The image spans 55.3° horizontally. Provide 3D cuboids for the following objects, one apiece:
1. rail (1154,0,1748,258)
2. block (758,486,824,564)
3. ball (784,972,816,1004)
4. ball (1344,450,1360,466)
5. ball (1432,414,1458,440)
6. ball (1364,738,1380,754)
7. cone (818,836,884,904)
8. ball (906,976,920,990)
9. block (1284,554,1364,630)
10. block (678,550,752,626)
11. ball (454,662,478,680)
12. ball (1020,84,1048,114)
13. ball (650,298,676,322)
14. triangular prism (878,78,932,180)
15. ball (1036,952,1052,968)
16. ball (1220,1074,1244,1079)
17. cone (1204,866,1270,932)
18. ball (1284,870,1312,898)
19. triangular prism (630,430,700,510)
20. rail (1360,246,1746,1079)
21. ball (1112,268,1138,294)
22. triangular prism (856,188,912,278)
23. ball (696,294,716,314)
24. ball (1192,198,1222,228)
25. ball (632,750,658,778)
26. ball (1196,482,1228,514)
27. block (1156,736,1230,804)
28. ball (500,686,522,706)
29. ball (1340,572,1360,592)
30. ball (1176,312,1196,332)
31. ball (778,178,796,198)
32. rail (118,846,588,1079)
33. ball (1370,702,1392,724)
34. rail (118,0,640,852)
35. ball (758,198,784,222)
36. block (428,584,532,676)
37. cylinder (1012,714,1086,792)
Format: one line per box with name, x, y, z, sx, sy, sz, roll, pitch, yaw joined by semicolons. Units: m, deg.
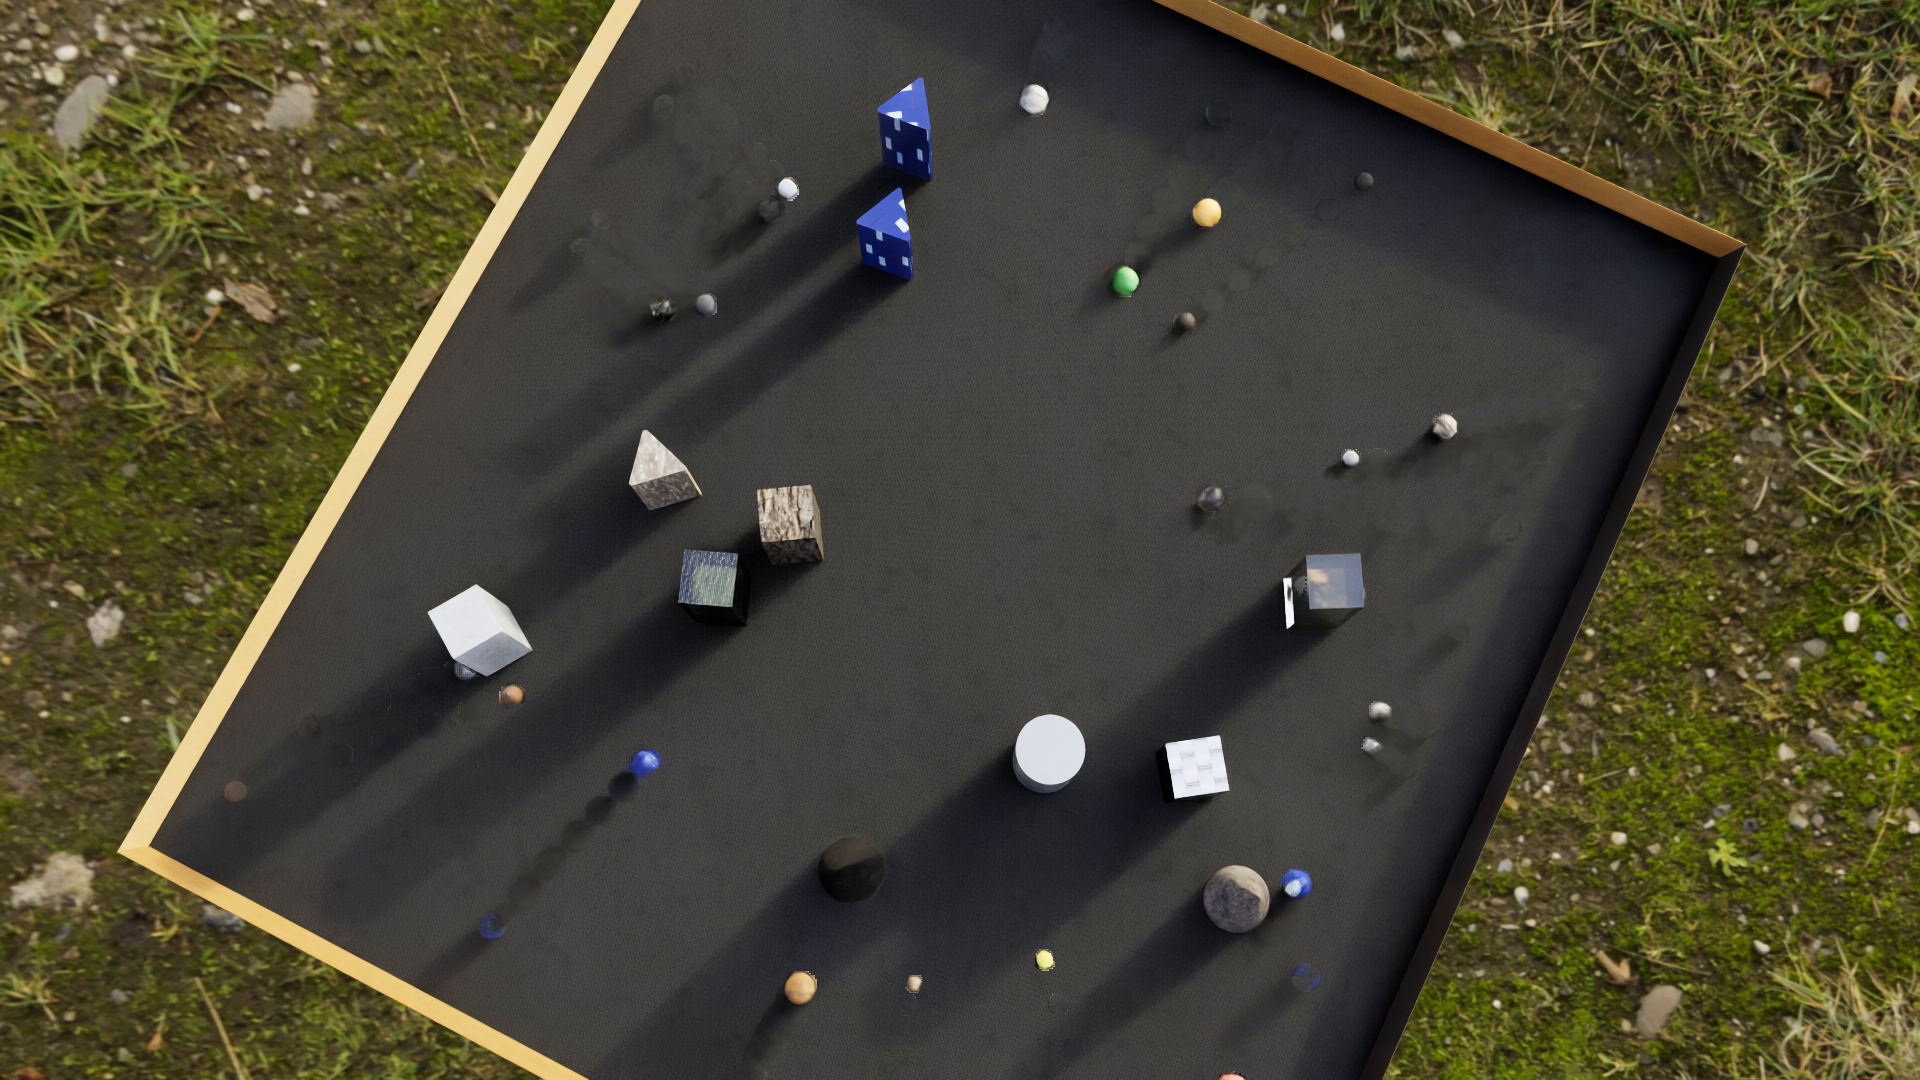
rail;0.849;-1.655;5.893;3.532;0.127;0.045;26;80;5
block;-0.502;-0.042;5.452;0.156;0.339;0.156;-5;78;-1
ball;-0.463;1.297;5.302;0.090;0.090;0.090;0;78;0
ball;1.205;-0.251;5.644;0.048;0.048;0.048;0;78;0
ball;1.495;-0.348;5.650;0.076;0.076;0.076;0;78;0
ball;1.227;0.616;5.466;0.045;0.045;0.045;0;78;0
cone;-0.320;0.941;5.251;0.195;0.335;0.195;0;78;0
ball;-0.134;1.289;5.329;0.041;0.041;0.041;0;78;0
block;1.068;0.154;5.395;0.156;0.370;0.156;-2;78;0
block;-0.719;0.144;5.408;0.156;0.349;0.156;5;78;1
ball;-1.479;0.385;5.491;0.069;0.069;0.069;0;78;0
ball;0.237;-1.409;5.862;0.091;0.091;0.091;0;78;0
ball;-0.929;-0.720;5.727;0.076;0.076;0.076;0;78;0
triangular prism;-0.142;-1.285;5.685;0.169;0.387;0.146;21;79;4
ball;0.246;1.223;5.339;0.048;0.048;0.048;0;78;0
ball;0.779;1.577;5.241;0.098;0.098;0.098;0;78;0
cone;0.815;1.015;5.193;0.195;0.418;0.195;0;78;0
ball;0.989;1.009;5.366;0.083;0.083;0.083;0;78;0
triangular prism;-0.899;-0.219;5.494;0.169;0.330;0.146;-17;79;-3
rail;1.558;0.770;5.391;0.045;0.127;3.843;26;80;5
ball;0.518;-0.812;5.742;0.084;0.084;0.084;0;78;0
triangular prism;-0.205;-0.953;5.640;0.169;0.340;0.146;19;79;4
ball;-0.797;-0.739;5.738;0.062;0.062;0.062;0;78;0
ball;0.780;-1.032;5.784;0.089;0.089;0.089;0;78;0
ball;-0.934;0.664;5.438;0.080;0.080;0.080;0;78;0
ball;0.770;-0.128;5.595;0.095;0.095;0.095;0;78;0
block;0.673;0.672;5.334;0.156;0.281;0.156;-8;78;-2
ball;-1.342;0.467;5.487;0.064;0.064;0.064;0;78;0
ball;1.173;0.125;5.511;0.058;0.058;0.058;0;78;0
ball;0.705;-0.680;5.726;0.061;0.061;0.061;0;78;0
ball;-0.549;-1.116;5.817;0.060;0.060;0.060;0;78;0
rail;-0.849;1.669;5.205;3.532;0.127;0.045;26;80;5
ball;1.258;0.516;5.477;0.063;0.063;0.063;0;78;0
rail;-1.558;-0.756;5.707;0.045;0.127;3.843;26;80;5
ball;-0.599;-1.044;5.792;0.079;0.079;0.079;0;78;0
block;-1.401;0.269;5.368;0.156;0.377;0.156;-30;80;-6
cylinder;0.253;0.623;5.304;0.195;0.359;0.195;0;78;0
